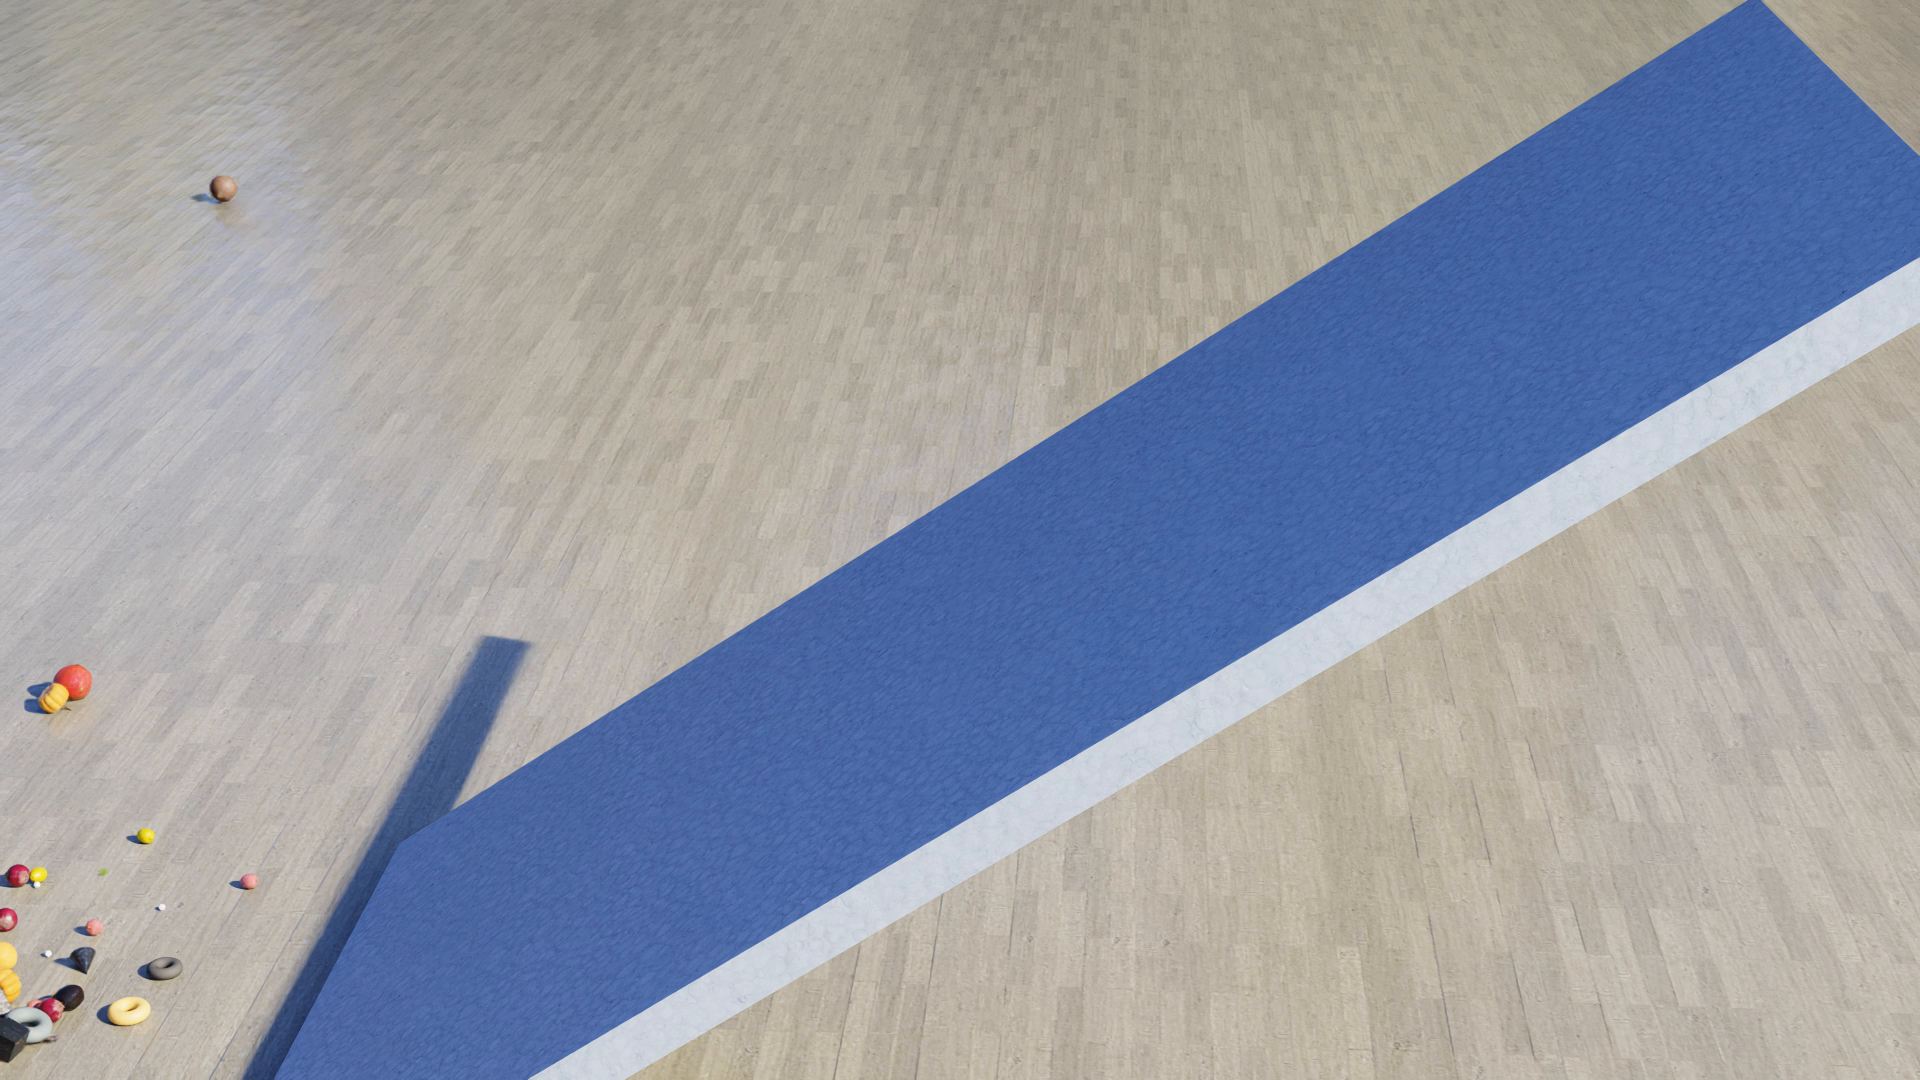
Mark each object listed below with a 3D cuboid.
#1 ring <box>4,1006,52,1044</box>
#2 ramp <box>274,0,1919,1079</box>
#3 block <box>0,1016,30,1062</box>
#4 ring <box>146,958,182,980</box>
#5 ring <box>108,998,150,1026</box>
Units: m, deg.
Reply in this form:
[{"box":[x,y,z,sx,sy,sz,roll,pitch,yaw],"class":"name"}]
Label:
[{"box":[-2.204,1.147,6.954,0.115,0.038,0.115,17,24,-8],"class":"ring"},{"box":[0.137,0.173,6.302,4.000,0.100,2.000,-32,16,15],"class":"ramp"},{"box":[-2.224,1.167,6.870,0.063,0.063,0.063,29,26,5],"class":"block"},{"box":[-1.958,1.055,7.242,0.087,0.029,0.087,1,21,0],"class":"ring"},{"box":[-1.991,1.128,7.044,0.101,0.034,0.101,0,22,0],"class":"ring"}]
